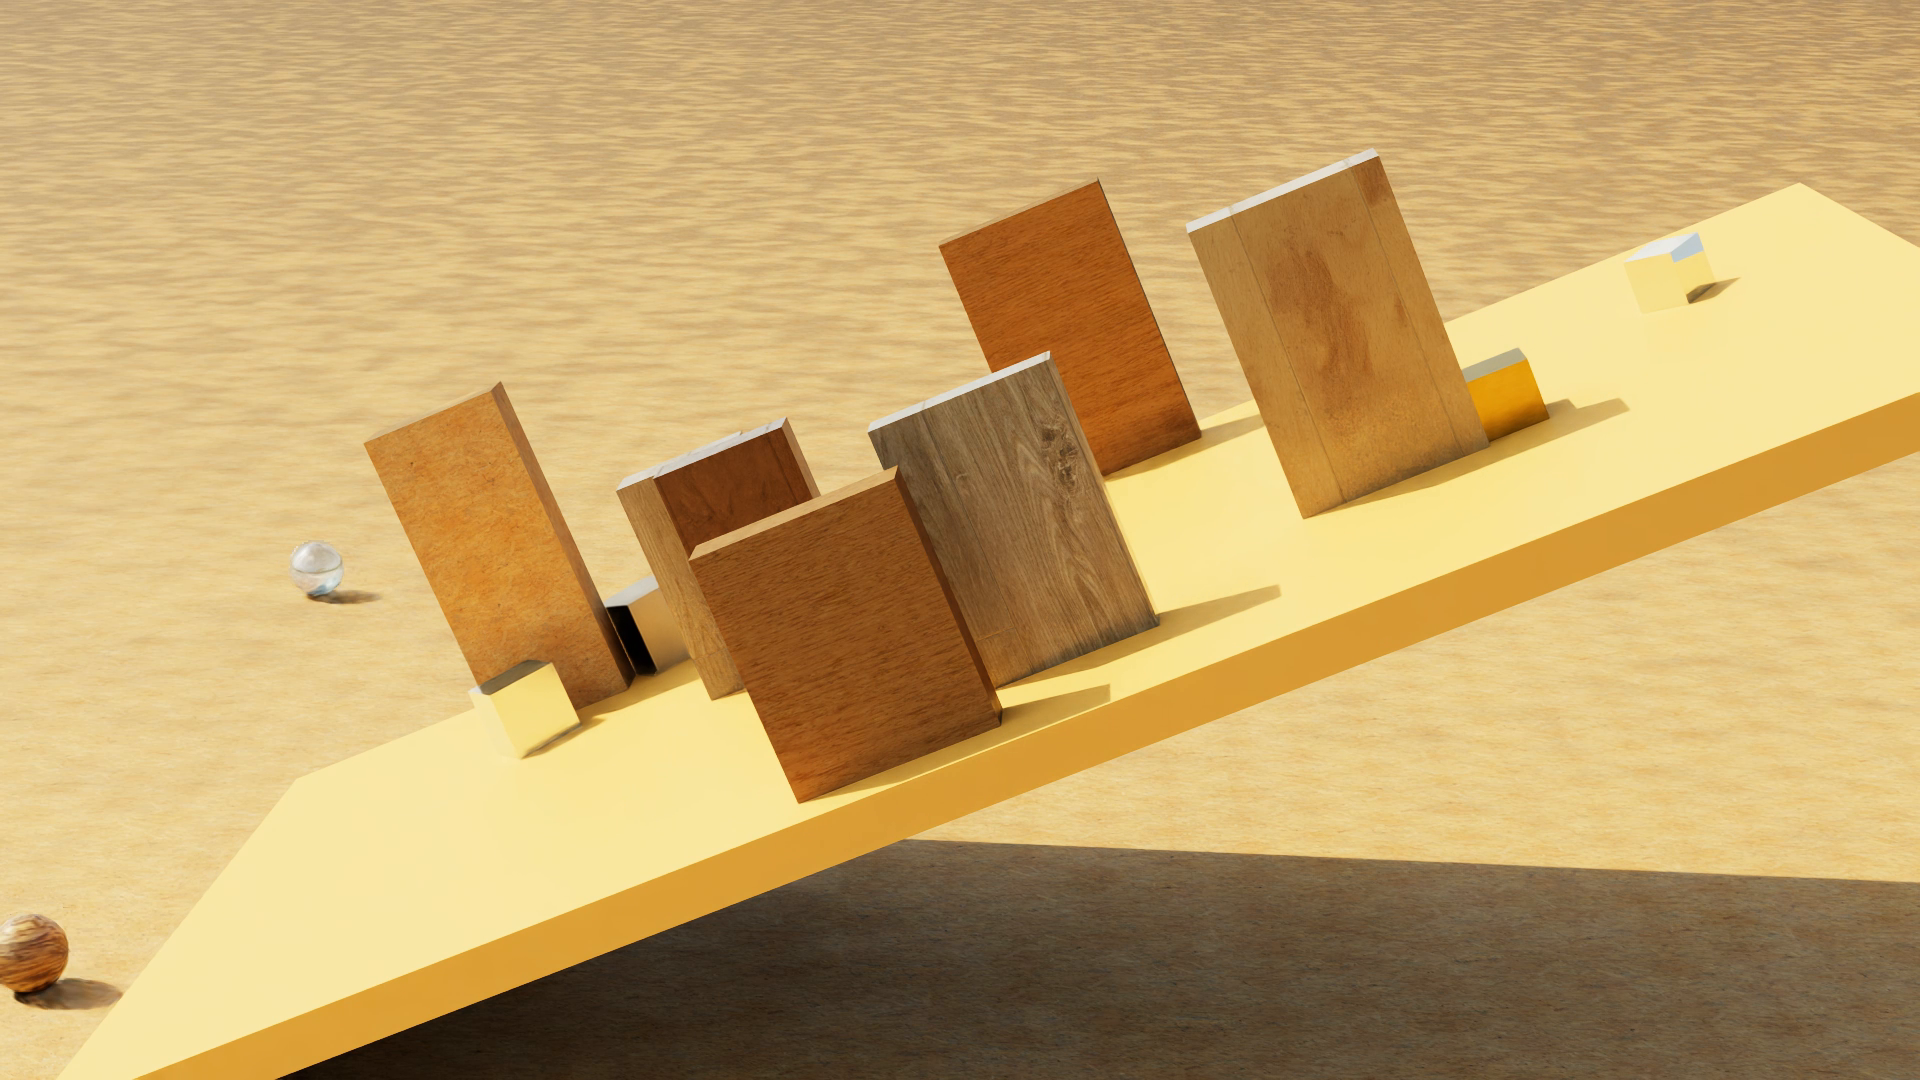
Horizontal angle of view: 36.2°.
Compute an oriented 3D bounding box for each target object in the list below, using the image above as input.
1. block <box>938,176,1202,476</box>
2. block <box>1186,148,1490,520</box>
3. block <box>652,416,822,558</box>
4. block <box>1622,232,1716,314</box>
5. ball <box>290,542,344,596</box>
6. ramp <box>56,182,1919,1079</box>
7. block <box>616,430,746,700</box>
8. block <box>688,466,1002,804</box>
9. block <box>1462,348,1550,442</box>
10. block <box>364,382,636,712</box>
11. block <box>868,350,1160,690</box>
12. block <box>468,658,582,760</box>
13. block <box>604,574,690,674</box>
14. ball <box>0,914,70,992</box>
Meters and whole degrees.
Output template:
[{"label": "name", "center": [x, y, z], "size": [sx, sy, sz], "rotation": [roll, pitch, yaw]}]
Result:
[{"label": "block", "center": [0.264, -0.478, 6.996], "size": [0.403, 0.661, 0.088], "rotation": [-22, 12, 8]}, {"label": "block", "center": [0.757, -0.411, 5.894], "size": [0.400, 0.628, 0.126], "rotation": [-22, 12, 8]}, {"label": "block", "center": [-0.398, 0.051, 6.231], "size": [0.294, 0.547, 0.107], "rotation": [-22, 12, 8]}, {"label": "block", "center": [1.538, -0.578, 6.375], "size": [0.122, 0.122, 0.122], "rotation": [-9, 18, 48]}, {"label": "ball", "center": [-2.091, 0.094, 9.565], "size": [0.173, 0.173, 0.173], "rotation": [0, 14, 0]}, {"label": "ramp", "center": [0.127, 0.172, 6.288], "size": [4.000, 0.100, 2.000], "rotation": [-22, 12, 8]}, {"label": "block", "center": [-0.515, 0.058, 6.487], "size": [0.285, 0.516, 0.124], "rotation": [-22, 12, 8]}, {"label": "block", "center": [-0.208, 0.177, 5.447], "size": [0.409, 0.505, 0.111], "rotation": [-22, 12, 8]}, {"label": "block", "center": [1.099, -0.295, 5.950], "size": [0.131, 0.131, 0.131], "rotation": [-22, 12, 8]}, {"label": "block", "center": [-1.080, 0.050, 6.938], "size": [0.327, 0.776, 0.125], "rotation": [-22, 12, 8]}, {"label": "block", "center": [0.106, -0.031, 5.631], "size": [0.371, 0.559, 0.089], "rotation": [-22, 12, 8]}, {"label": "block", "center": [-1.007, 0.390, 6.803], "size": [0.165, 0.165, 0.165], "rotation": [-29, 13, -24]}, {"label": "block", "center": [-0.737, 0.201, 7.077], "size": [0.181, 0.181, 0.181], "rotation": [-31, 15, -33]}, {"label": "ball", "center": [-2.028, 0.899, 6.403], "size": [0.171, 0.171, 0.171], "rotation": [0, 14, 0]}]
